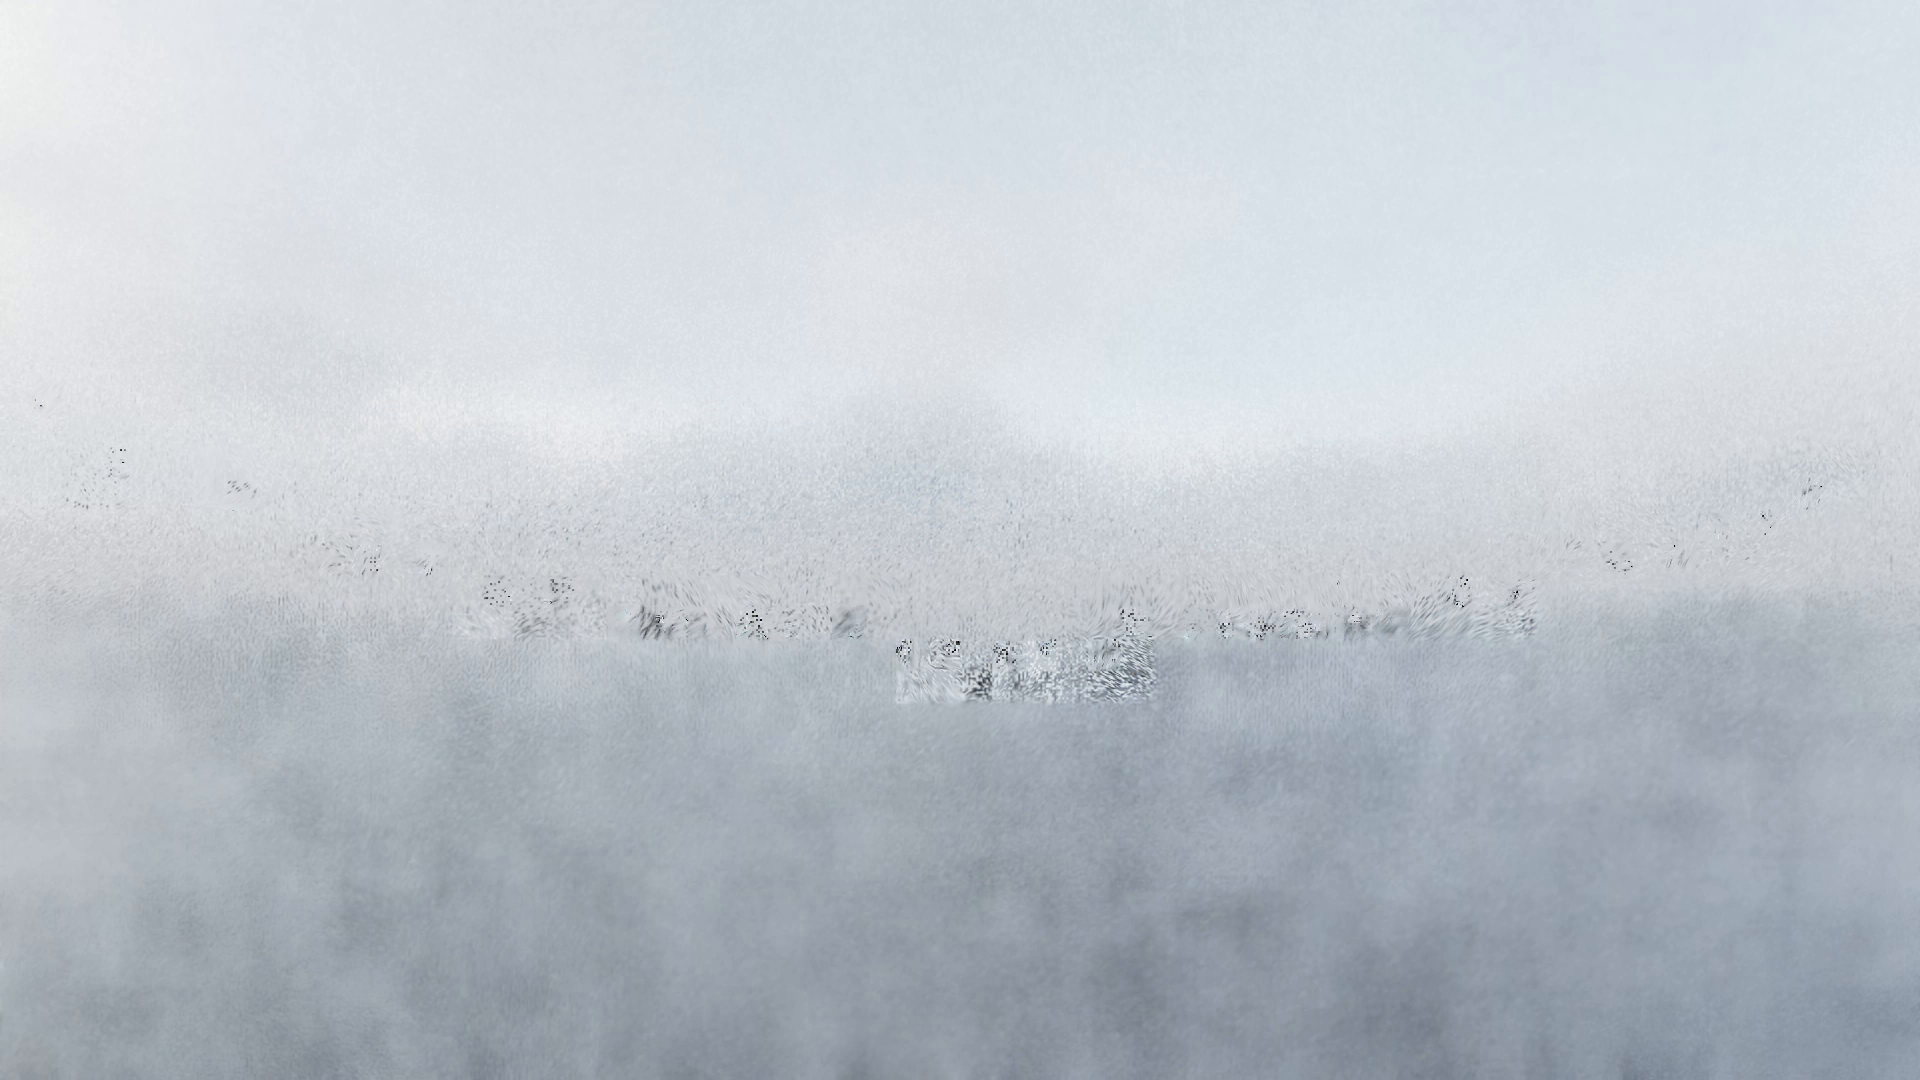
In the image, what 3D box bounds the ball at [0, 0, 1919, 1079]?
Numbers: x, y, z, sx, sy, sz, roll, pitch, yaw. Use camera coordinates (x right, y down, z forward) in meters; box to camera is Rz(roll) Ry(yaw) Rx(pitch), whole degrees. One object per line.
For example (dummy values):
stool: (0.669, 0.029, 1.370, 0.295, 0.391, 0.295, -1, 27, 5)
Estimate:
ball: (0.000, -0.002, 0.055, 0.080, 0.080, 0.080, 0, 4, 0)
